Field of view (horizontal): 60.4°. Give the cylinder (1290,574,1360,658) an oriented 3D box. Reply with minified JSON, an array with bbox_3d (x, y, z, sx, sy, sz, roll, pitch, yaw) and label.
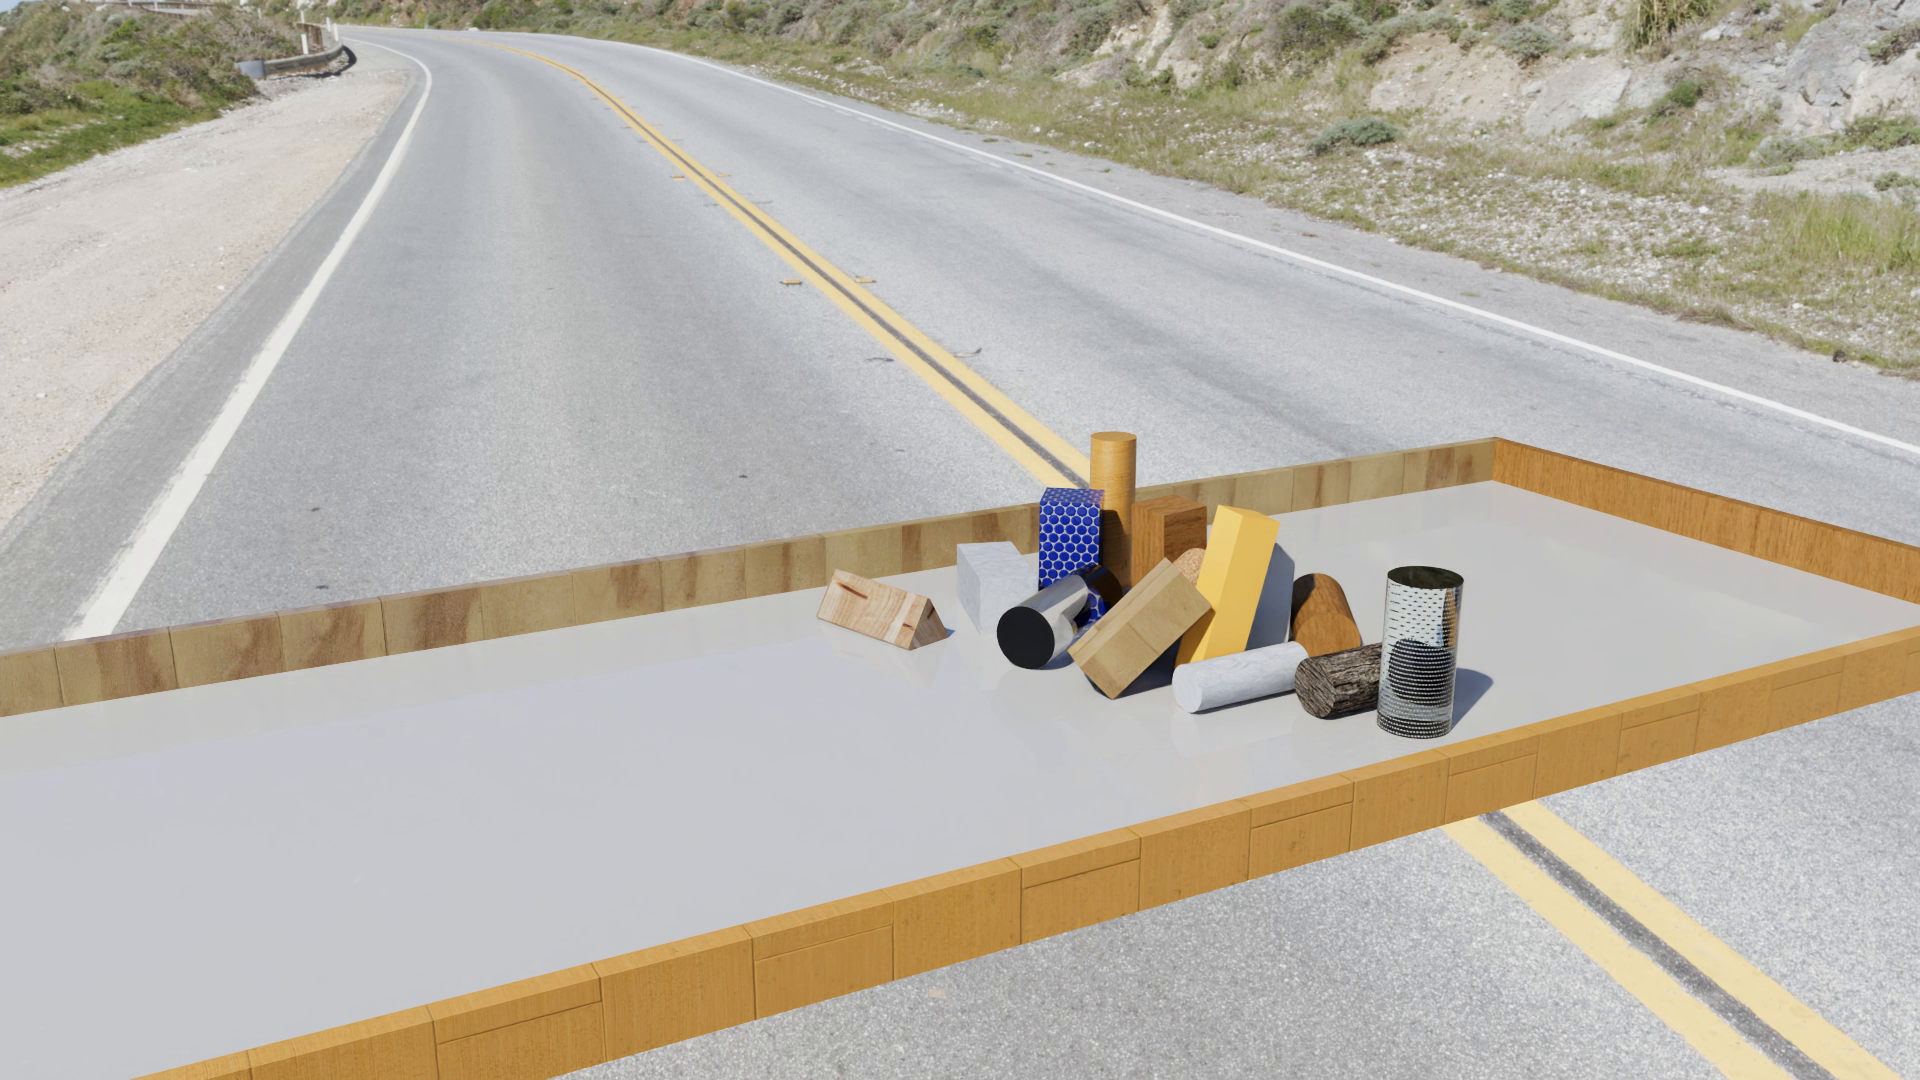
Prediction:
[{"bbox_3d":[0.951,0.214,4.340,0.162,0.162,0.332,2,16,6],"label":"cylinder"}]

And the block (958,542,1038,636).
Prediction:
[{"bbox_3d":[0.101,0.131,4.626,0.159,0.159,0.342,-3,17,-10],"label":"block"}]

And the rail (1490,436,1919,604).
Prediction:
[{"bbox_3d":[2.466,-0.048,5.253,0.050,0.150,2.100,-9,18,-27],"label":"rail"}]

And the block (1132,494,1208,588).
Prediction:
[{"bbox_3d":[0.582,0.054,4.594,0.148,0.319,0.148,-12,20,-28],"label":"block"}]

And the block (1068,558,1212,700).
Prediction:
[{"bbox_3d":[0.440,0.217,4.051,0.336,0.124,0.124,-44,19,4],"label":"block"}]

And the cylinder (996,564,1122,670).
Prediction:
[{"bbox_3d":[0.270,0.198,4.383,0.168,0.168,0.419,9,19,28],"label":"cylinder"}]

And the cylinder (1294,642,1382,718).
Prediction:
[{"bbox_3d":[1.006,0.324,3.996,0.377,0.143,0.143,-9,19,-27],"label":"cylinder"}]

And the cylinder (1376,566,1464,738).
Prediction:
[{"bbox_3d":[1.065,0.259,3.824,0.170,0.364,0.170,0,17,0],"label":"cylinder"}]

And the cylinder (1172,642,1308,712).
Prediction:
[{"bbox_3d":[0.688,0.332,4.018,0.334,0.117,0.117,-9,19,-28],"label":"cylinder"}]

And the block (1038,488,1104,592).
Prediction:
[{"bbox_3d":[0.316,0.031,4.674,0.165,0.324,0.165,3,16,9],"label":"block"}]

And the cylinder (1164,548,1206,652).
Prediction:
[{"bbox_3d":[0.540,0.177,4.299,0.160,0.160,0.358,14,38,40],"label":"cylinder"}]

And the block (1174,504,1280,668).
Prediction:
[{"bbox_3d":[0.662,0.139,4.097,0.112,0.428,0.112,9,11,-26],"label":"block"}]

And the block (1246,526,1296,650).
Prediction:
[{"bbox_3d":[0.787,0.136,4.321,0.155,0.318,0.155,4,17,8],"label":"block"}]

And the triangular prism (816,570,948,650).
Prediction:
[{"bbox_3d":[-0.216,0.178,4.511,0.371,0.127,0.147,15,22,42],"label":"triangular prism"}]

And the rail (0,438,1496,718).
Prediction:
[{"bbox_3d":[-3.305,0.497,3.399,12.000,0.150,0.050,-9,18,-27],"label":"rail"}]

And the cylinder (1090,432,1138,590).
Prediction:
[{"bbox_3d":[0.447,-0.086,4.851,0.134,0.449,0.134,0,16,0],"label":"cylinder"}]

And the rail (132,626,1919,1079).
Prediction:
[{"bbox_3d":[-2.336,1.006,1.665,12.000,0.150,0.050,-9,18,-27],"label":"rail"}]
